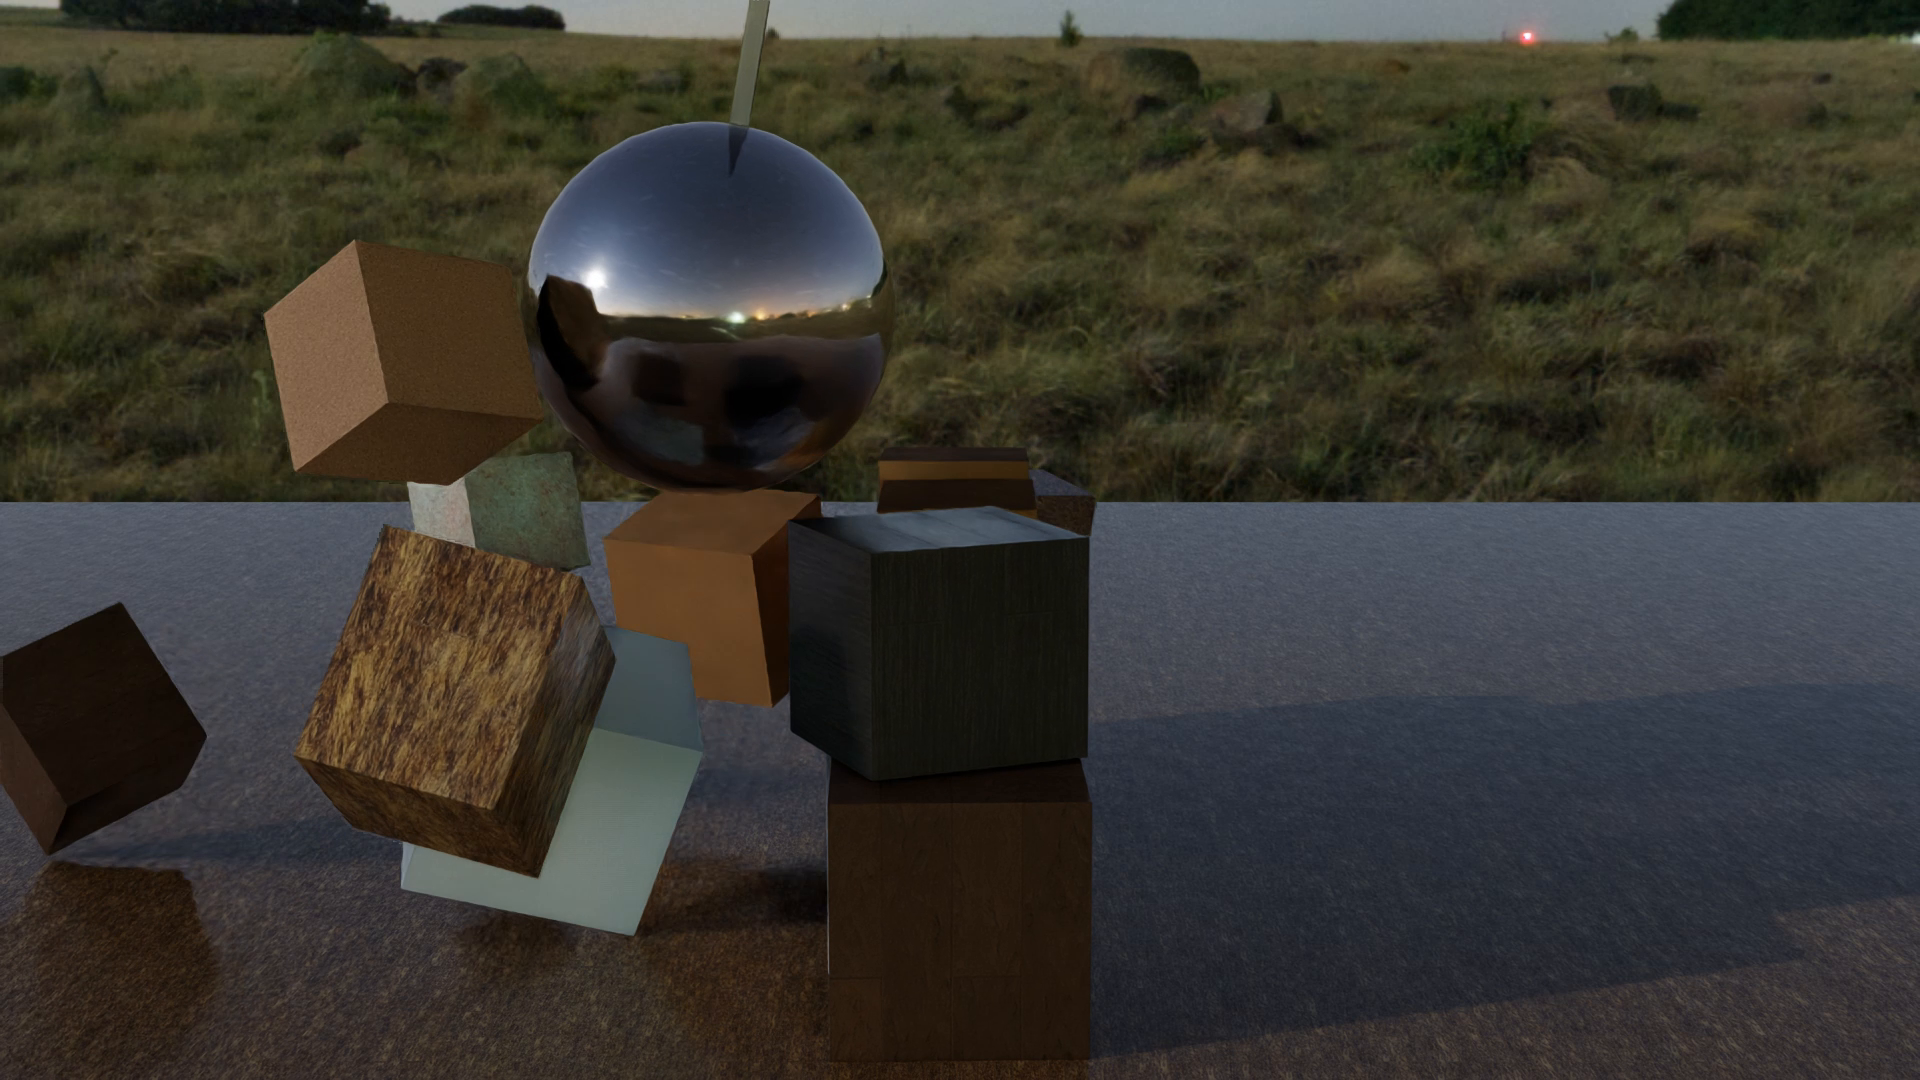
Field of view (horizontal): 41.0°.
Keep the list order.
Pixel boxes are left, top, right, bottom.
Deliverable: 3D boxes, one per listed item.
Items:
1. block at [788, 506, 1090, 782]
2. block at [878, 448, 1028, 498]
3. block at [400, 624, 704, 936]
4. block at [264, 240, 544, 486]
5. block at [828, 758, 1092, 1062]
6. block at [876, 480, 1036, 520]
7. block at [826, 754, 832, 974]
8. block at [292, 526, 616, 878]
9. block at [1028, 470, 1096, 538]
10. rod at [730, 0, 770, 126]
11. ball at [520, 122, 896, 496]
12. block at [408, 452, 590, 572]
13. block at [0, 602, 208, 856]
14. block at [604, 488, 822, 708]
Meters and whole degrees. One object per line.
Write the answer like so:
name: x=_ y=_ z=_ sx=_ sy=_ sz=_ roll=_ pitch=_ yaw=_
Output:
block: x=-0.093 y=0.369 z=9.797 sx=0.876 sy=0.839 sz=0.854 roll=-4 pitch=10 yaw=-24
block: x=-0.026 y=-0.060 z=12.530 sx=0.707 sy=0.720 sz=0.756 roll=0 pitch=7 yaw=1
block: x=-1.705 y=0.923 z=10.638 sx=0.974 sy=0.920 sz=0.875 roll=15 pitch=24 yaw=-18
block: x=-2.249 y=-0.700 z=10.373 sx=0.662 sy=0.701 sz=0.756 roll=-29 pitch=-22 yaw=37
block: x=-0.011 y=1.321 z=9.609 sx=0.936 sy=0.963 sz=0.923 roll=0 pitch=10 yaw=-1
block: x=-0.010 y=0.118 z=11.724 sx=0.703 sy=0.661 sz=0.820 roll=0 pitch=11 yaw=0
block: x=-0.047 y=1.176 z=10.485 sx=0.981 sy=0.934 sz=0.843 roll=0 pitch=10 yaw=-2
block: x=-1.820 y=0.605 z=9.404 sx=0.746 sy=0.902 sz=0.857 roll=14 pitch=-22 yaw=7
block: x=0.357 y=-0.052 z=14.055 sx=0.489 sy=0.541 sz=0.543 roll=0 pitch=16 yaw=-31
rod: x=-0.467 y=-4.277 z=10.403 sx=0.080 sy=5.200 sz=0.080 roll=10 pitch=10 yaw=-2
ball: x=-1.077 y=-0.986 z=11.001 sx=1.600 sy=1.600 sz=1.600 roll=0 pitch=10 yaw=0
block: x=-2.344 y=-0.084 z=13.030 sx=0.626 sy=0.585 sz=0.595 roll=-7 pitch=-5 yaw=-39
block: x=-3.966 y=0.856 z=11.615 sx=0.690 sy=0.741 sz=0.652 roll=-30 pitch=-9 yaw=-36
block: x=-1.192 y=0.259 z=12.923 sx=0.833 sy=0.835 sz=0.723 roll=6 pitch=27 yaw=24
